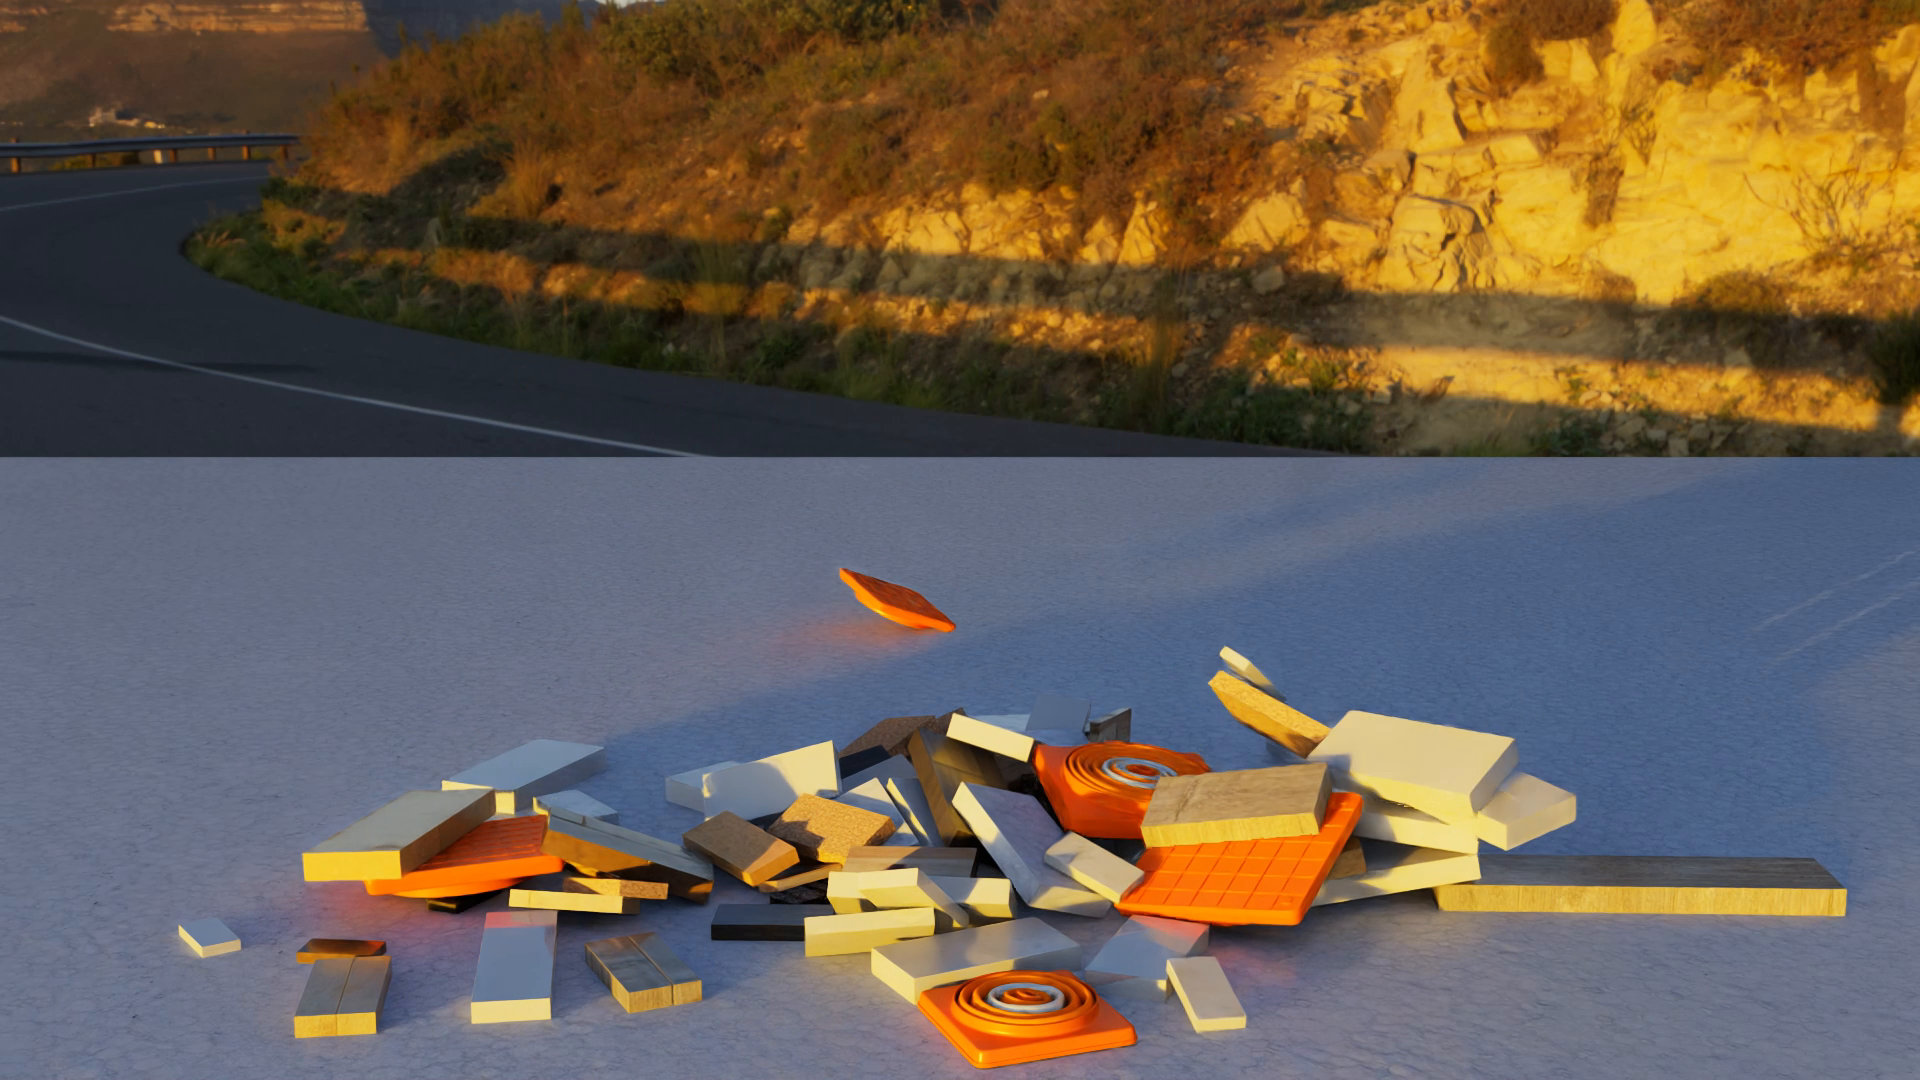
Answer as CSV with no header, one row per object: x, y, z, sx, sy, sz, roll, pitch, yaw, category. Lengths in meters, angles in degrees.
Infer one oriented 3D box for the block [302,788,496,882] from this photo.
-0.938,0.494,3.719,0.160,0.045,0.464,-2,6,7,block

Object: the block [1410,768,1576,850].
0.842,0.414,3.628,0.157,0.044,0.314,-16,22,-29,block

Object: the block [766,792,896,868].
-0.224,0.501,3.778,0.215,0.030,0.108,9,42,43,block

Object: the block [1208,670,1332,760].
0.661,0.377,3.983,0.035,0.124,0.538,-48,38,-11,block

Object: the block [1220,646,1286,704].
0.551,0.258,4.141,0.146,0.021,0.073,43,-6,-41,block

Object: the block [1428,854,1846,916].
1.111,0.571,3.651,0.654,0.044,0.157,0,11,2,block

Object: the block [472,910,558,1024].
-0.669,0.639,3.320,0.110,0.031,0.371,-2,11,-8,block

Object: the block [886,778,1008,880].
-0.021,0.505,3.757,0.108,0.030,0.325,6,23,-26,block

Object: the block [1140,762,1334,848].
0.455,0.435,3.611,0.292,0.041,0.146,-8,25,23,block

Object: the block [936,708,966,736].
-0.040,0.407,4.409,0.112,0.032,0.223,-24,13,6,block

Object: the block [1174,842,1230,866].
0.414,0.536,3.885,0.097,0.028,0.194,-1,11,-7,block

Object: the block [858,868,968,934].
-0.070,0.556,3.368,0.098,0.028,0.195,-8,-33,22,block

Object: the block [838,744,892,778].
-0.195,0.461,4.069,0.123,0.035,0.247,49,33,21,block

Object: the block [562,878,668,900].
-0.558,0.563,3.554,0.089,0.025,0.177,12,-13,-39,block

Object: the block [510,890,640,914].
-0.620,0.583,3.544,0.187,0.027,0.094,2,-10,10,block

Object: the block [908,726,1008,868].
0.018,0.450,3.823,0.152,0.043,0.381,20,16,-19,block

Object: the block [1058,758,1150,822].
0.271,0.477,4.161,0.149,0.042,0.299,0,11,-2,block

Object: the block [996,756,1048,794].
0.003,0.467,4.013,0.114,0.032,0.406,7,13,34,block

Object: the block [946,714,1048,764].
0.072,0.372,4.090,0.152,0.043,0.304,17,-5,9,block

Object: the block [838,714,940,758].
-0.169,0.417,4.296,0.123,0.035,0.285,-7,15,35,block

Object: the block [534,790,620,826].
-0.711,0.502,4.073,0.089,0.025,0.177,-7,13,-35,block

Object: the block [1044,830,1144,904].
0.215,0.525,3.530,0.146,0.021,0.073,27,38,27,block

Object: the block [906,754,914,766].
-0.109,0.429,4.335,0.075,0.021,0.150,-32,14,-25,block

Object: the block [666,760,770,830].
-0.389,0.482,4.125,0.320,0.045,0.160,10,15,43,block

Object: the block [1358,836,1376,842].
0.673,0.515,3.813,0.194,0.028,0.097,-1,22,12,block

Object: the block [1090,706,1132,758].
0.310,0.395,4.524,0.020,0.072,0.143,7,12,31,block

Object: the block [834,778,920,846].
-0.154,0.502,3.796,0.114,0.032,0.229,-26,30,-9,block

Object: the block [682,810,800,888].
-0.376,0.525,3.755,0.094,0.027,0.232,-27,25,-29,block

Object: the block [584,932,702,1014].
-0.475,0.645,3.289,0.110,0.031,0.221,-5,12,-26,block

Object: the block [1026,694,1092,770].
0.193,0.389,4.470,0.112,0.032,0.223,8,28,10,block

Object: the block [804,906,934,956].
-0.139,0.600,3.362,0.195,0.028,0.098,-4,-30,-6,block

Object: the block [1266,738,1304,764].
0.734,0.431,4.429,0.124,0.035,0.248,-4,11,-23,block
